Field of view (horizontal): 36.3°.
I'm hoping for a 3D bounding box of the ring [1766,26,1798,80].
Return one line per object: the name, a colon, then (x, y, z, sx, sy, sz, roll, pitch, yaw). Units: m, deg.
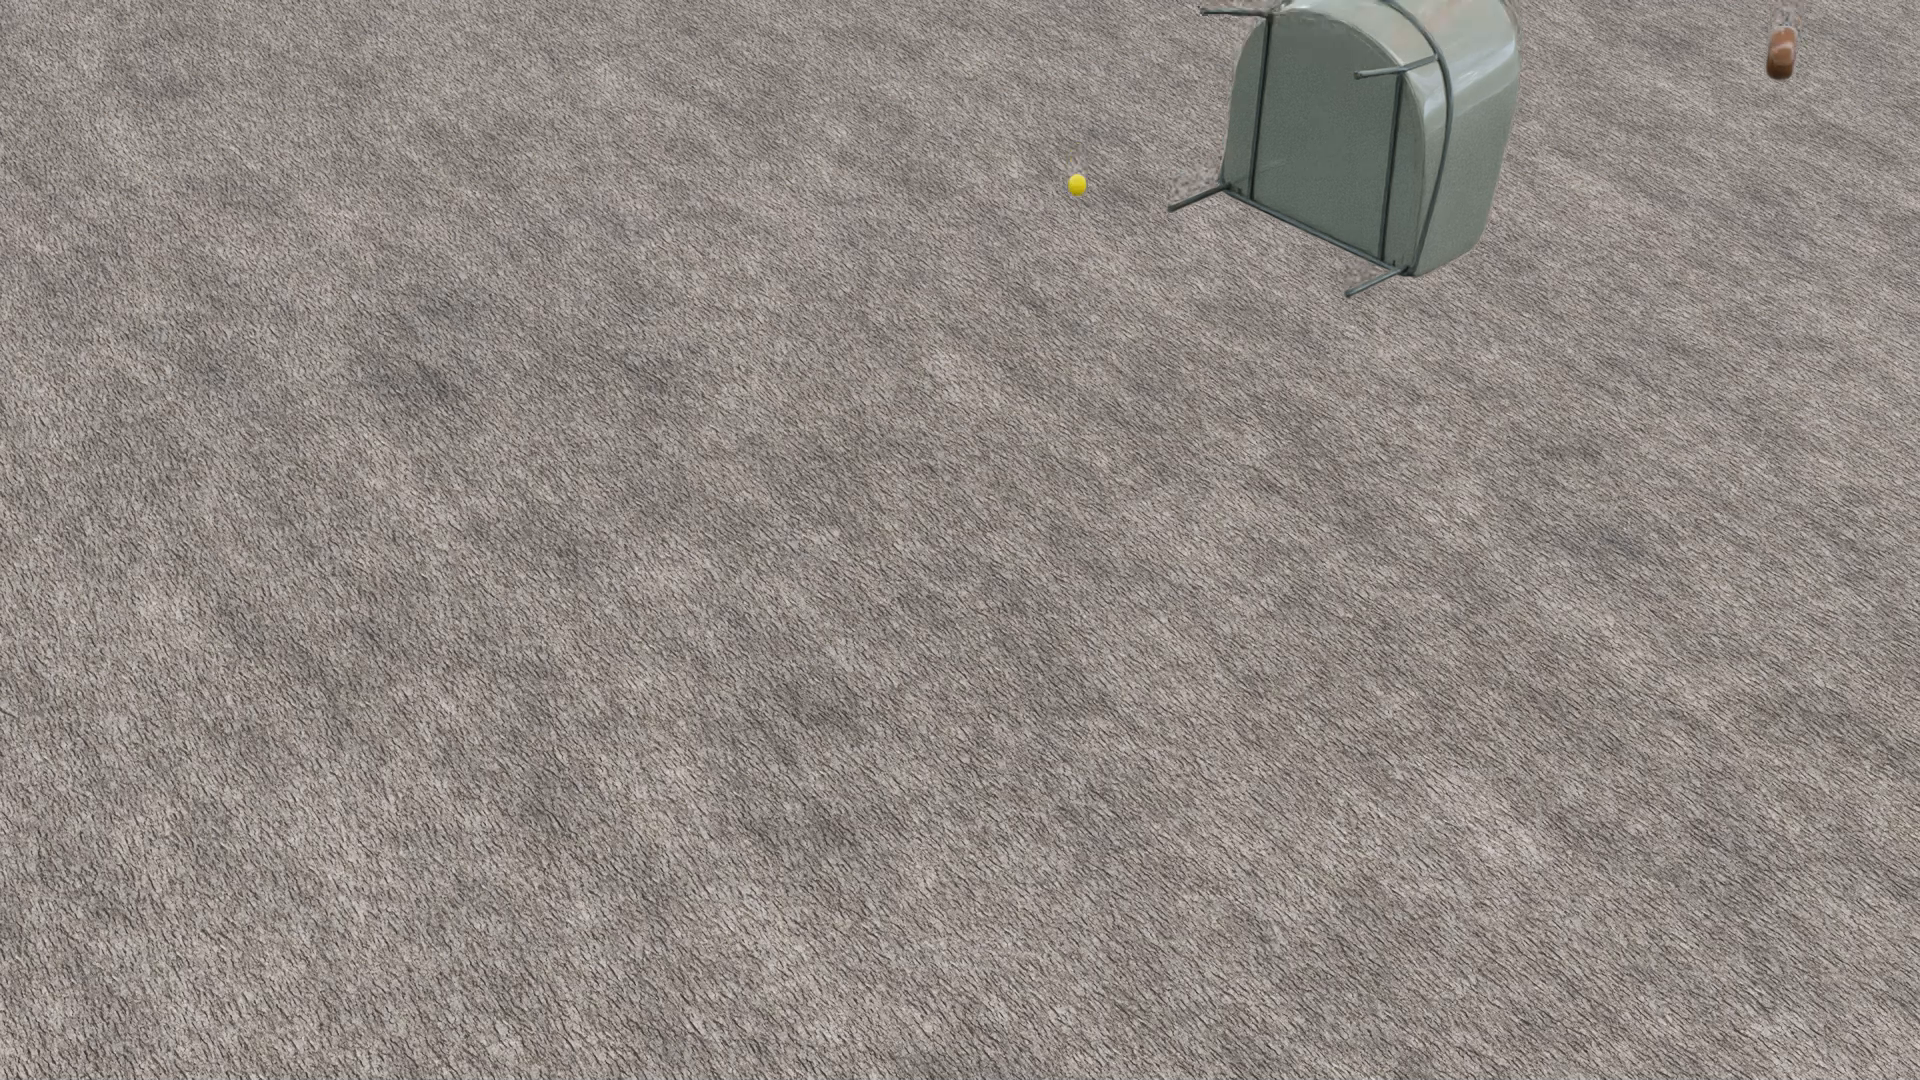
ring: (2.561, -1.517, 9.136, 0.082, 0.157, 0.213, 7, 39, 17)
